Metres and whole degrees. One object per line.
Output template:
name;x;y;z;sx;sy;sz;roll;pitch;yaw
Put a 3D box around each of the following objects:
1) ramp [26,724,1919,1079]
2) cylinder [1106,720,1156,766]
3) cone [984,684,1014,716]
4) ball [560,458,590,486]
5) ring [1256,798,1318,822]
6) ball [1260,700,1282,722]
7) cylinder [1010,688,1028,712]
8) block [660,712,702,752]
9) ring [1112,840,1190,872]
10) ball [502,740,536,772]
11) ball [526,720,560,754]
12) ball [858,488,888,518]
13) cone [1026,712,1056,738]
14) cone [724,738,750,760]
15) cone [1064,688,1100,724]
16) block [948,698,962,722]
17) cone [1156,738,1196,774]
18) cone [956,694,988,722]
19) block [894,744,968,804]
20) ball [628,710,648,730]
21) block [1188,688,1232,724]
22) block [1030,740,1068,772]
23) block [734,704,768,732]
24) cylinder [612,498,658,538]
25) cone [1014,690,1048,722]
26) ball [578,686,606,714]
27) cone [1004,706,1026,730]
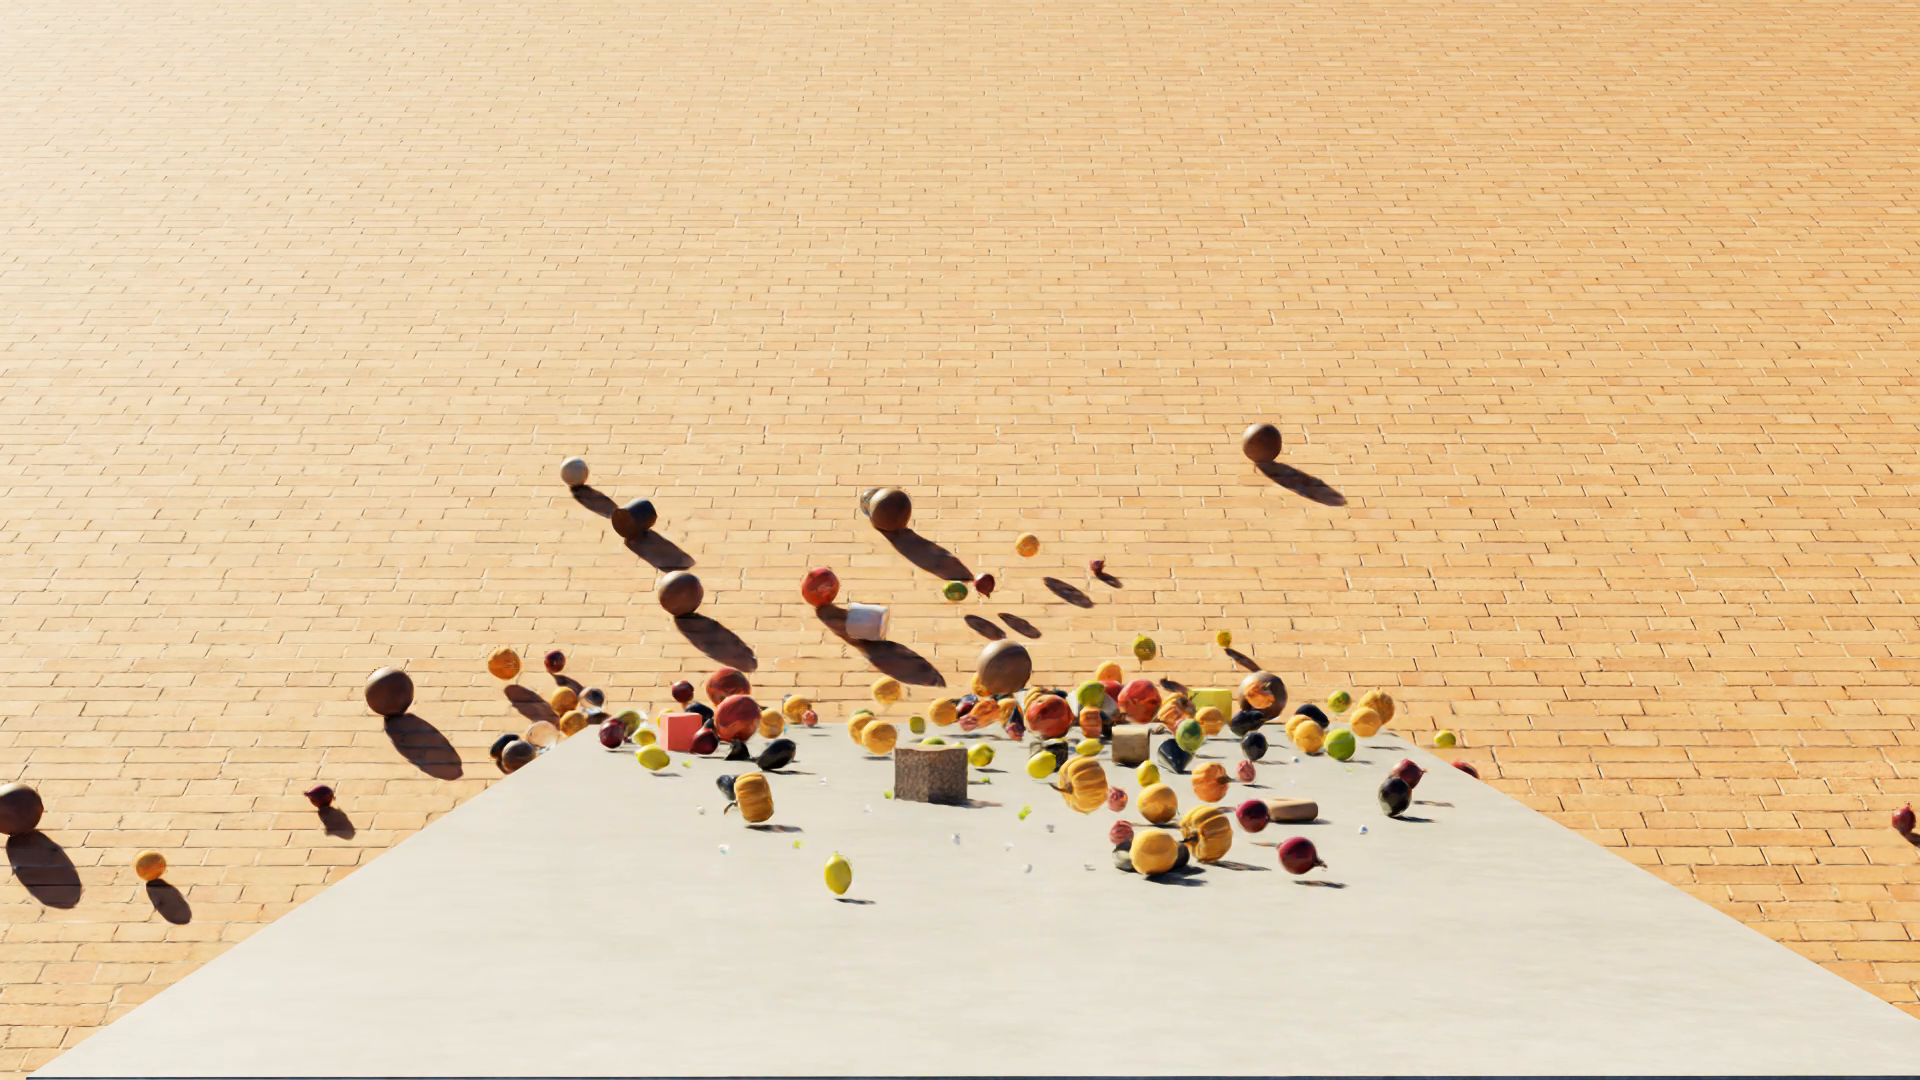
ramp;0.061;0.553;4.590;2.000;0.100;4.000;0;1;0
cylinder;0.369;0.445;5.586;0.079;0.079;0.079;28;33;8
cone;0.118;0.413;6.758;0.086;0.086;0.086;-12;-6;-21
ball;-1.197;-0.211;8.011;0.092;0.092;0.092;0;27;0
ring;0.587;0.484;4.629;0.111;0.037;0.111;1;0;0
ball;0.812;0.445;6.744;0.058;0.058;0.058;0;27;0
cylinder;0.169;0.428;6.768;0.060;0.060;0.060;13;63;24
block;-0.641;0.440;5.932;0.080;0.080;0.080;0;1;-21
ring;0.298;0.493;4.033;0.121;0.040;0.121;-1;1;0
ball;-1.075;0.529;6.292;0.086;0.086;0.086;0;27;0
ball;-1.071;0.506;6.618;0.086;0.086;0.086;0;27;0
ball;-0.261;-0.111;7.818;0.090;0.090;0.090;0;27;0
cone;0.189;0.458;6.207;0.075;0.075;0.075;6;12;11
cone;-0.502;0.472;5.685;0.053;0.053;0.053;-33;41;-32
cone;0.308;0.446;6.614;0.097;0.097;0.097;5;26;10
block;0.003;0.445;6.735;0.063;0.063;0.063;-1;-3;5
cone;0.455;0.470;5.409;0.081;0.081;0.081;0;28;0
cone;0.046;0.442;6.619;0.078;0.078;0.078;-22;26;-36
block;-0.056;0.447;4.951;0.099;0.099;0.099;-1;1;-42
ball;-0.799;0.446;6.418;0.050;0.050;0.050;0;27;0
block;0.642;0.427;6.645;0.083;0.083;0.083;-1;-1;40
block;0.188;0.458;5.464;0.060;0.060;0.060;-1;1;-36
block;-0.519;0.442;6.409;0.060;0.060;0.060;0;1;28
cylinder;-0.973;-0.065;7.717;0.096;0.096;0.096;16;30;28
cone;0.175;0.450;6.672;0.093;0.093;0.093;6;26;12
ball;-0.967;0.422;6.796;0.073;0.073;0.073;0;27;0
cone;0.140;0.440;6.418;0.062;0.062;0.062;0;1;0
